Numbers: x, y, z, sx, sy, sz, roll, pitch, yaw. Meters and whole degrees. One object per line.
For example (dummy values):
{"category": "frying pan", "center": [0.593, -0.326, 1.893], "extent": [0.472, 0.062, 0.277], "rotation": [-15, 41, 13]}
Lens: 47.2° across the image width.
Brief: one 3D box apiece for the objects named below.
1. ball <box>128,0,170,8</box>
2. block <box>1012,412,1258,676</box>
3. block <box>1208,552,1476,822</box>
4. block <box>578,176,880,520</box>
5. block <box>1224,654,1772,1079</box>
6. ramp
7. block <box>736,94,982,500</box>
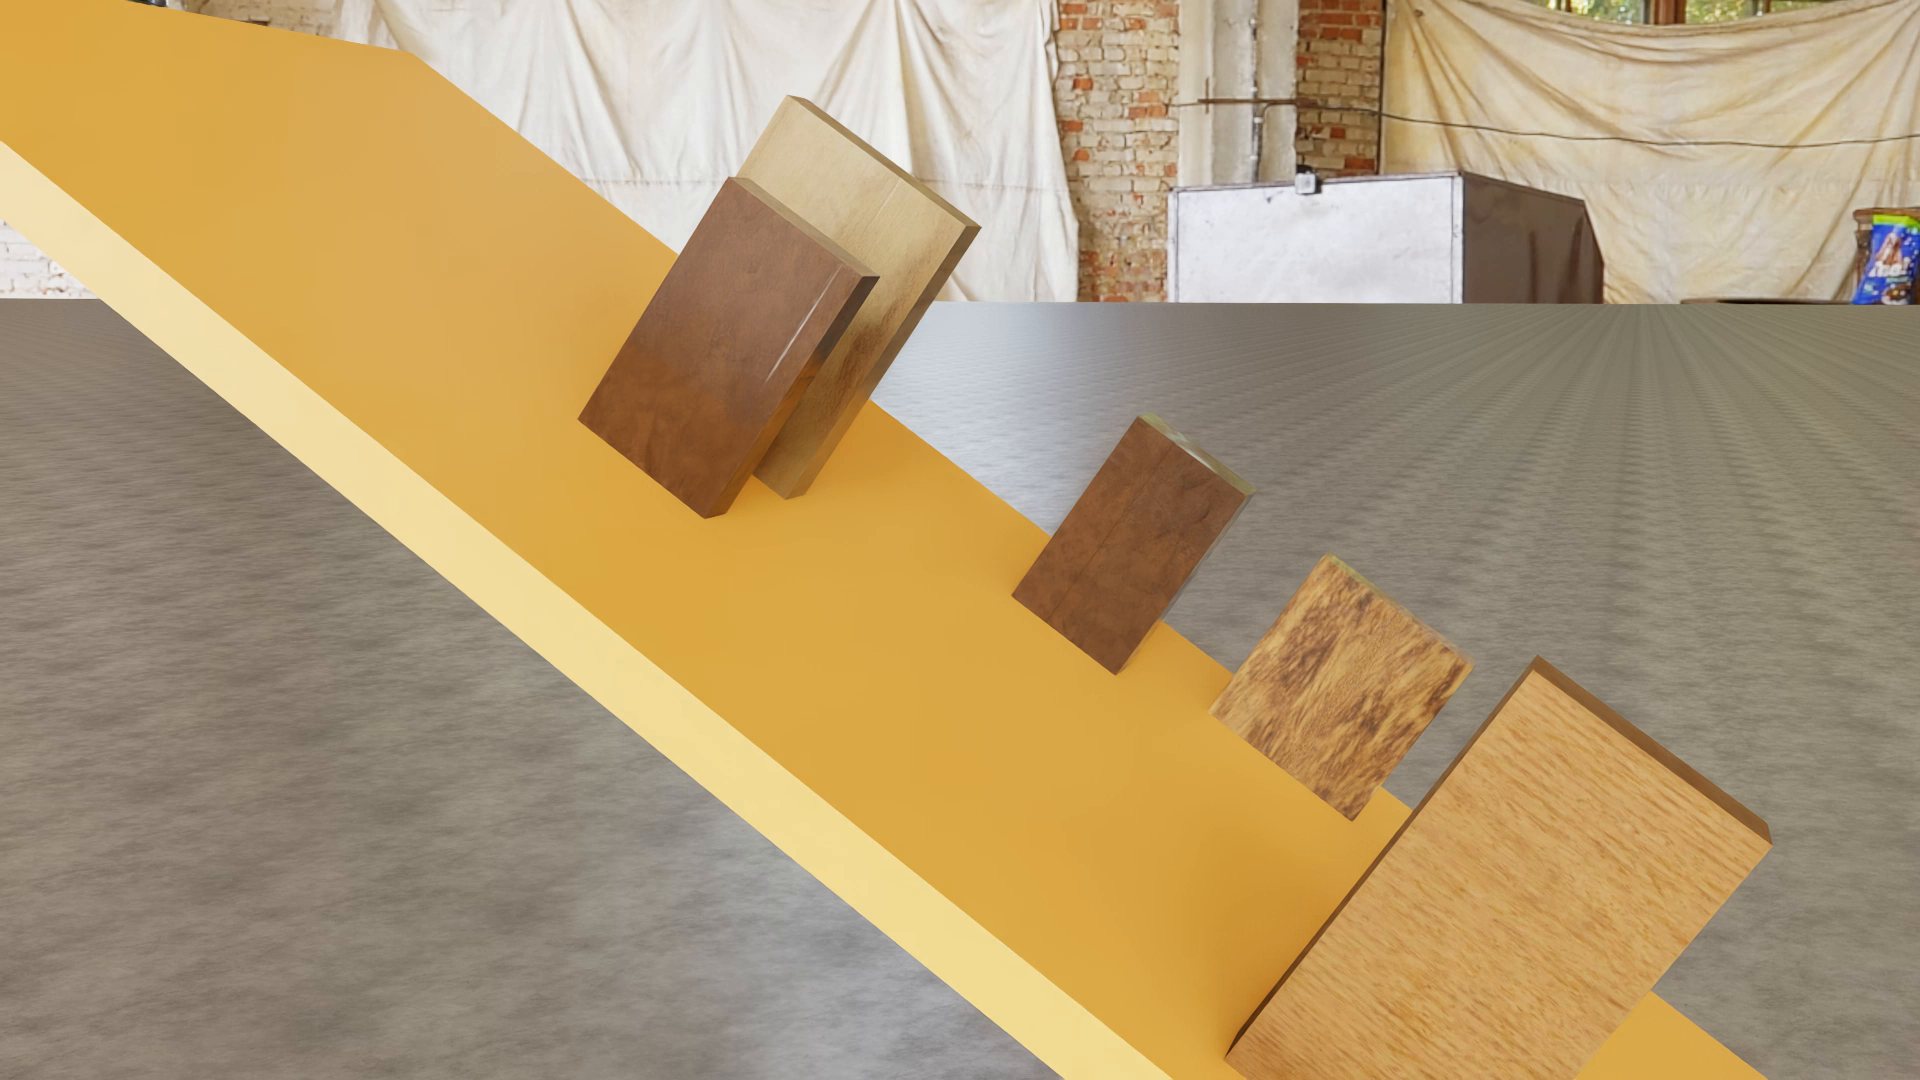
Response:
{"category": "ball", "center": [-1.713, -1.121, 4.476], "extent": [0.198, 0.198, 0.198], "rotation": [0, 7, 0]}
{"category": "block", "center": [0.349, 0.007, 4.422], "extent": [0.266, 0.451, 0.129], "rotation": [37, 16, 10]}
{"category": "block", "center": [0.782, 0.301, 4.519], "extent": [0.371, 0.408, 0.085], "rotation": [37, 16, 10]}
{"category": "block", "center": [-0.400, -0.328, 3.770], "extent": [0.290, 0.505, 0.092], "rotation": [37, 16, 10]}
{"category": "block", "center": [0.737, 0.563, 3.060], "extent": [0.379, 0.715, 0.125], "rotation": [37, 16, 10]}
{"category": "ramp", "center": [-0.091, 0.163, 4.082], "extent": [4.000, 0.100, 2.000], "rotation": [37, 16, 10]}
{"category": "block", "center": [-0.308, -0.451, 4.118], "extent": [0.420, 0.617, 0.101], "rotation": [37, 16, 10]}
